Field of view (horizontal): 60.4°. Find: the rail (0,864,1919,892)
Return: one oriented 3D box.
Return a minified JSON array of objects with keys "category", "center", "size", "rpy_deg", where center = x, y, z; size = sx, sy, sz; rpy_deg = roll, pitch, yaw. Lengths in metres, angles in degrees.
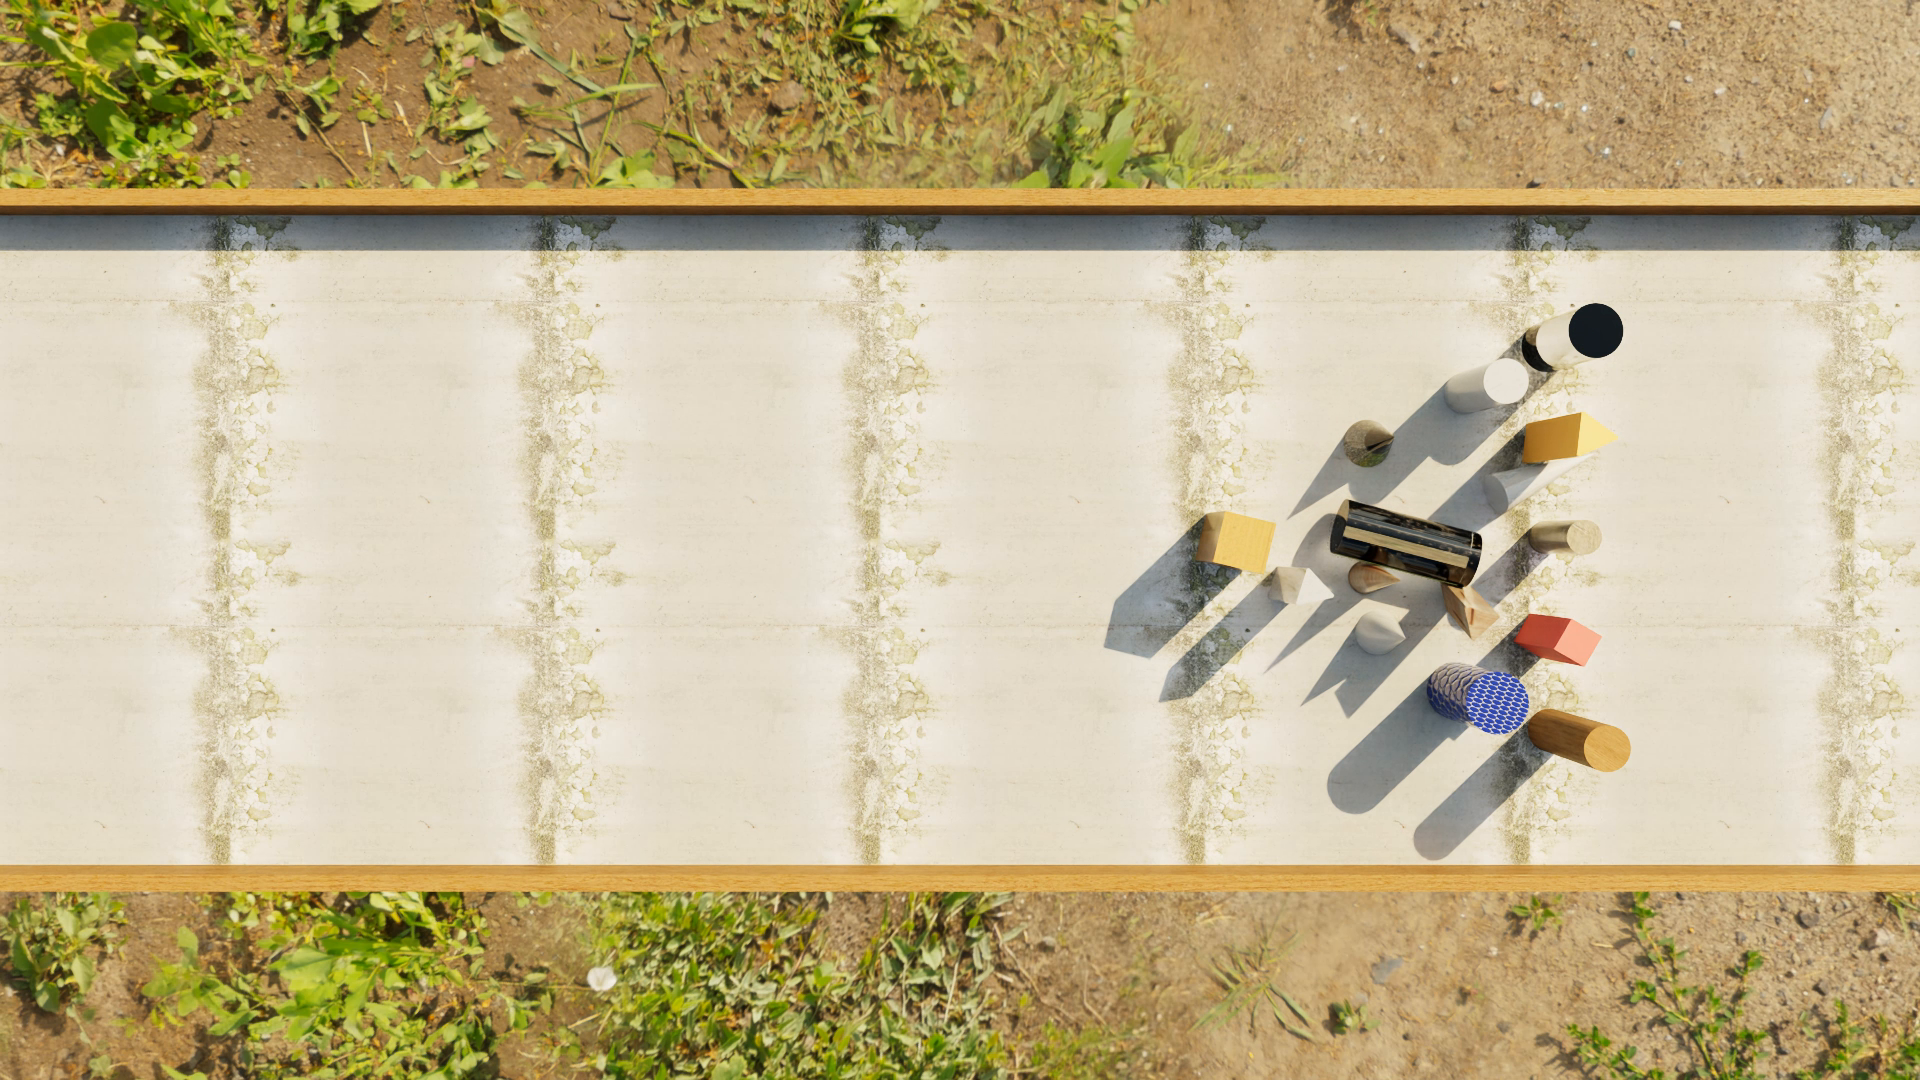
[{"category":"rail","center":[-2.247,1.025,5.001],"size":[12.000,0.150,0.050],"rpy_deg":[0,90,0]}]

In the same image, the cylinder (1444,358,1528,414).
[{"category":"cylinder","center":[1.555,-0.452,4.886],"size":[0.129,0.382,0.129],"rpy_deg":[0,90,0]}]

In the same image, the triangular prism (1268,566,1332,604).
[{"category":"triangular prism","center":[0.989,0.125,4.859],"size":[0.107,0.434,0.092],"rpy_deg":[-12,90,0]}]

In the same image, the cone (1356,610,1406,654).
[{"category":"cone","center":[1.287,0.284,4.919],"size":[0.140,0.316,0.140],"rpy_deg":[0,90,0]}]

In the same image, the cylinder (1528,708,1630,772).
[{"category":"cylinder","center":[1.814,0.585,4.848],"size":[0.132,0.457,0.132],"rpy_deg":[0,90,0]}]

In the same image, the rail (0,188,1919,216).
[{"category":"rail","center":[-2.247,-1.025,5.002],"size":[12.000,0.150,0.050],"rpy_deg":[0,90,0]}]

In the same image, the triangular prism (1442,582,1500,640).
[{"category":"triangular prism","center":[1.488,0.187,4.885],"size":[0.088,0.364,0.102],"rpy_deg":[44,102,-4]}]

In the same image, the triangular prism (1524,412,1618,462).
[{"category":"triangular prism","center":[1.768,-0.311,4.851],"size":[0.124,0.451,0.108],"rpy_deg":[-24,90,0]}]

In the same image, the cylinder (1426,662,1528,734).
[{"category":"cylinder","center":[1.525,0.463,4.877],"size":[0.178,0.398,0.178],"rpy_deg":[0,90,0]}]

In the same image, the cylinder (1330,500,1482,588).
[{"category":"cylinder","center":[1.347,0.010,4.992],"size":[0.412,0.170,0.170],"rpy_deg":[15,90,0]}]

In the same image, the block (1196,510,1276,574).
[{"category":"block","center":[0.813,0.007,4.894],"size":[0.150,0.366,0.150],"rpy_deg":[14,90,0]}]

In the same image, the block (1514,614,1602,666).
[{"category":"block","center":[1.772,0.295,4.902],"size":[0.101,0.348,0.101],"rpy_deg":[30,90,0]}]

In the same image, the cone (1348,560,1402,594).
[{"category":"cone","center":[1.246,0.115,4.865],"size":[0.104,0.423,0.104],"rpy_deg":[0,90,0]}]

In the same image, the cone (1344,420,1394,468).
[{"category":"cone","center":[1.253,-0.297,4.913],"size":[0.146,0.326,0.146],"rpy_deg":[0,90,0]}]

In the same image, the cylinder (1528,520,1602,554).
[{"category":"cylinder","center":[1.799,-0.008,4.914],"size":[0.101,0.324,0.101],"rpy_deg":[0,90,0]}]

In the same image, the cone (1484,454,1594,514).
[{"category":"cone","center":[1.795,-0.204,5.045],"size":[0.362,0.127,0.127],"rpy_deg":[-21,90,-10]}]

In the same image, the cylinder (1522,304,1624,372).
[{"category":"cylinder","center":[1.807,-0.595,4.881],"size":[0.158,0.390,0.158],"rpy_deg":[0,90,0]}]
